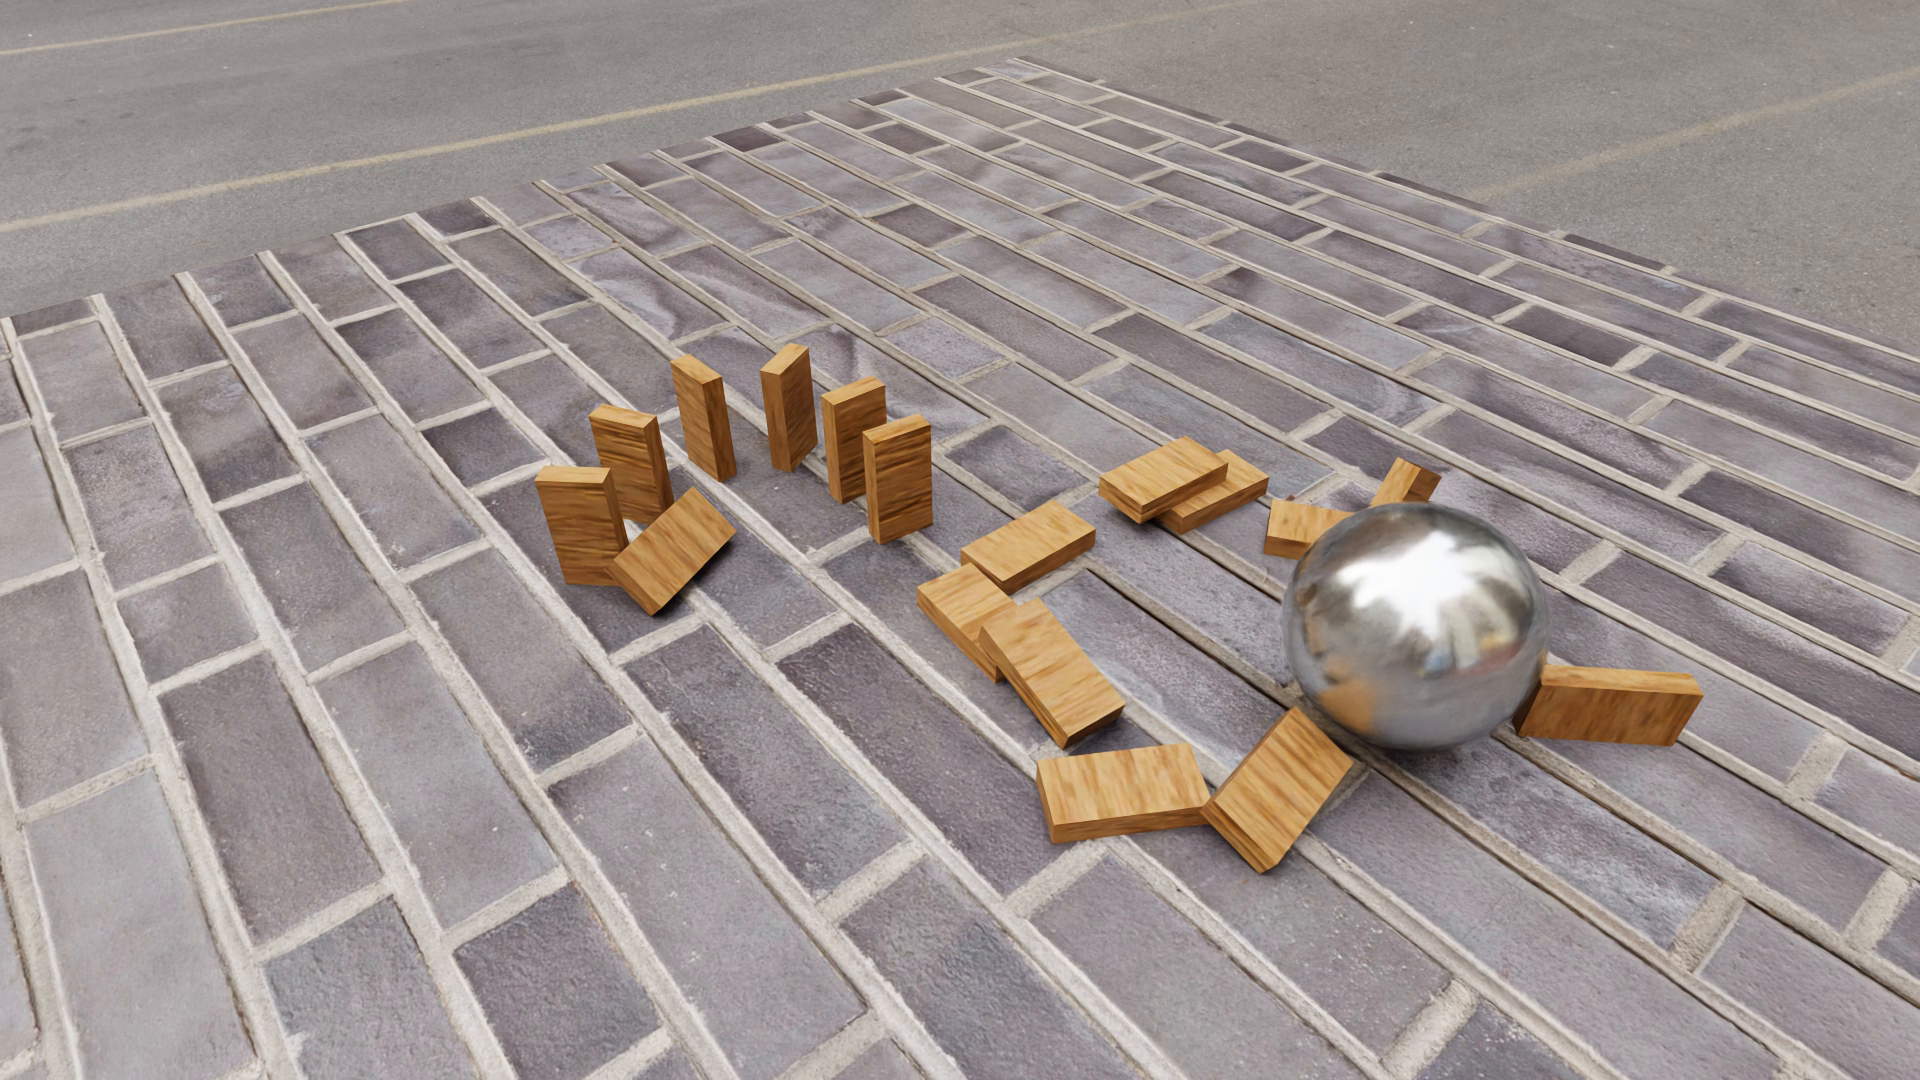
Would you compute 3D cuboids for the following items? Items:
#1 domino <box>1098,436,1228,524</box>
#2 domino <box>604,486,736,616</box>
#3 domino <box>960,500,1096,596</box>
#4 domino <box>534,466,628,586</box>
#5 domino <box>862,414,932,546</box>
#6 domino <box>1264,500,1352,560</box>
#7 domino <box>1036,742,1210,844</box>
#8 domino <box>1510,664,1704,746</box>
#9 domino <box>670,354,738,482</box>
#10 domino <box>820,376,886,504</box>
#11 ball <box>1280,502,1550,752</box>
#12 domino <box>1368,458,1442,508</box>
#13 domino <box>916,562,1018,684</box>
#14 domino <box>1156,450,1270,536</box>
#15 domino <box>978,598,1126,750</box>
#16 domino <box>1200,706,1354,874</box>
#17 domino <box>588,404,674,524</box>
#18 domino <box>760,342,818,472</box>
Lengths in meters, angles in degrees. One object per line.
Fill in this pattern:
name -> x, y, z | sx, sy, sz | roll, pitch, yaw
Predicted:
domino -> 0.085, -0.026, 0.460 | 0.050, 0.010, 0.025 | -25, 46, -28
domino -> -0.112, 0.004, 0.428 | 0.025, 0.010, 0.050 | 48, 44, -12
domino -> 0.027, 0.003, 0.440 | 0.050, 0.010, 0.025 | -28, 47, -30
domino -> -0.141, -0.005, 0.417 | 0.025, 0.050, 0.010 | 2, 39, 3
domino -> -0.024, -0.024, 0.441 | 0.025, 0.050, 0.010 | -22, 44, -24
domino -> 0.150, -0.001, 0.445 | 0.050, 0.010, 0.025 | 11, 41, 13
domino -> 0.051, 0.079, 0.347 | 0.050, 0.010, 0.025 | -5, 40, -7
domino -> 0.213, 0.055, 0.364 | 0.050, 0.025, 0.010 | 3, 39, 4
domino -> -0.110, -0.052, 0.475 | 0.010, 0.050, 0.025 | -30, 48, -31
domino -> -0.043, -0.042, 0.462 | 0.025, 0.050, 0.009 | -27, 46, -29
ball -> 0.145, 0.028, 0.354 | 0.080, 0.080, 0.080 | 0, 39, 0
domino -> 0.160, -0.005, 0.413 | 0.009, 0.050, 0.025 | 37, 19, 36
domino -> 0.008, 0.030, 0.407 | 0.025, 0.010, 0.050 | -24, 45, -26
domino -> 0.104, -0.021, 0.469 | 0.050, 0.009, 0.025 | -23, 45, -26
domino -> 0.031, 0.045, 0.379 | 0.025, 0.009, 0.050 | -24, 60, -26
domino -> 0.099, 0.077, 0.342 | 0.025, 0.010, 0.050 | 46, 54, 12
domino -> -0.132, -0.029, 0.447 | 0.025, 0.050, 0.009 | 13, 41, 16
domino -> -0.074, -0.058, 0.482 | 0.010, 0.050, 0.025 | 15, 42, 17
